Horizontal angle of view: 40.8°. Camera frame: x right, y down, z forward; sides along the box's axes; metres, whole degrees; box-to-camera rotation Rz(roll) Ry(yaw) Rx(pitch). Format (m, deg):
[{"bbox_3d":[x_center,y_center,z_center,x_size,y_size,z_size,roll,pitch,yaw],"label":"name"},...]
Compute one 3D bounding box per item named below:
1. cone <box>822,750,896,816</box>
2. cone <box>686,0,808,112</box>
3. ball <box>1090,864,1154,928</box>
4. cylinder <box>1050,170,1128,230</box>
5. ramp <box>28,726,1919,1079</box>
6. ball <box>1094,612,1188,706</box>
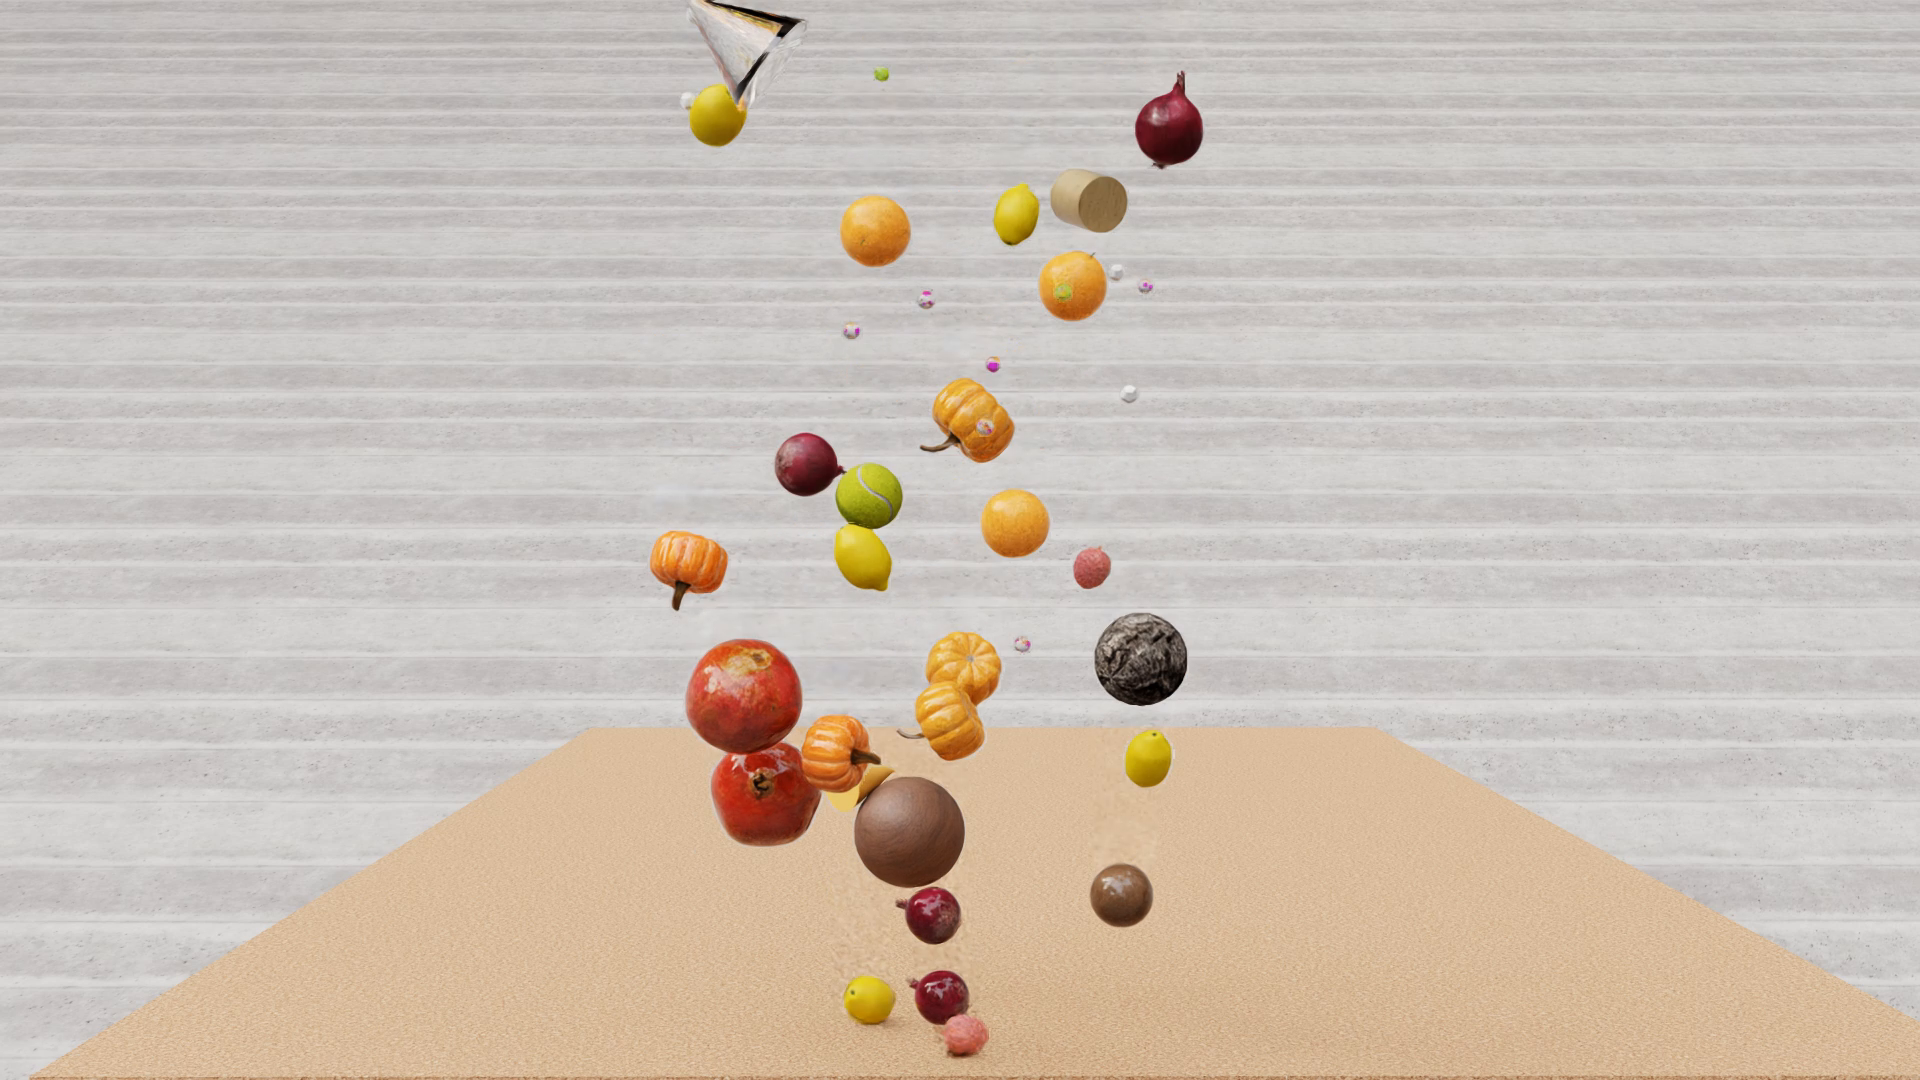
[{"bbox_3d":[-0.107,0.274,3.021,0.078,0.078,0.078,-13,30,-33],"label":"cone"},{"bbox_3d":[-0.195,-0.428,2.170,0.095,0.095,0.095,38,34,0],"label":"cone"},{"bbox_3d":[0.176,0.386,2.804,0.070,0.070,0.070,0,27,0],"label":"ball"},{"bbox_3d":[0.136,-0.360,2.738,0.060,0.060,0.060,-19,12,-32],"label":"cylinder"},{"bbox_3d":[0.062,0.559,4.596,2.000,0.100,4.000,0,1,0],"label":"ramp"},{"bbox_3d":[0.173,0.114,2.467,0.089,0.089,0.089,0,27,0],"label":"ball"}]
